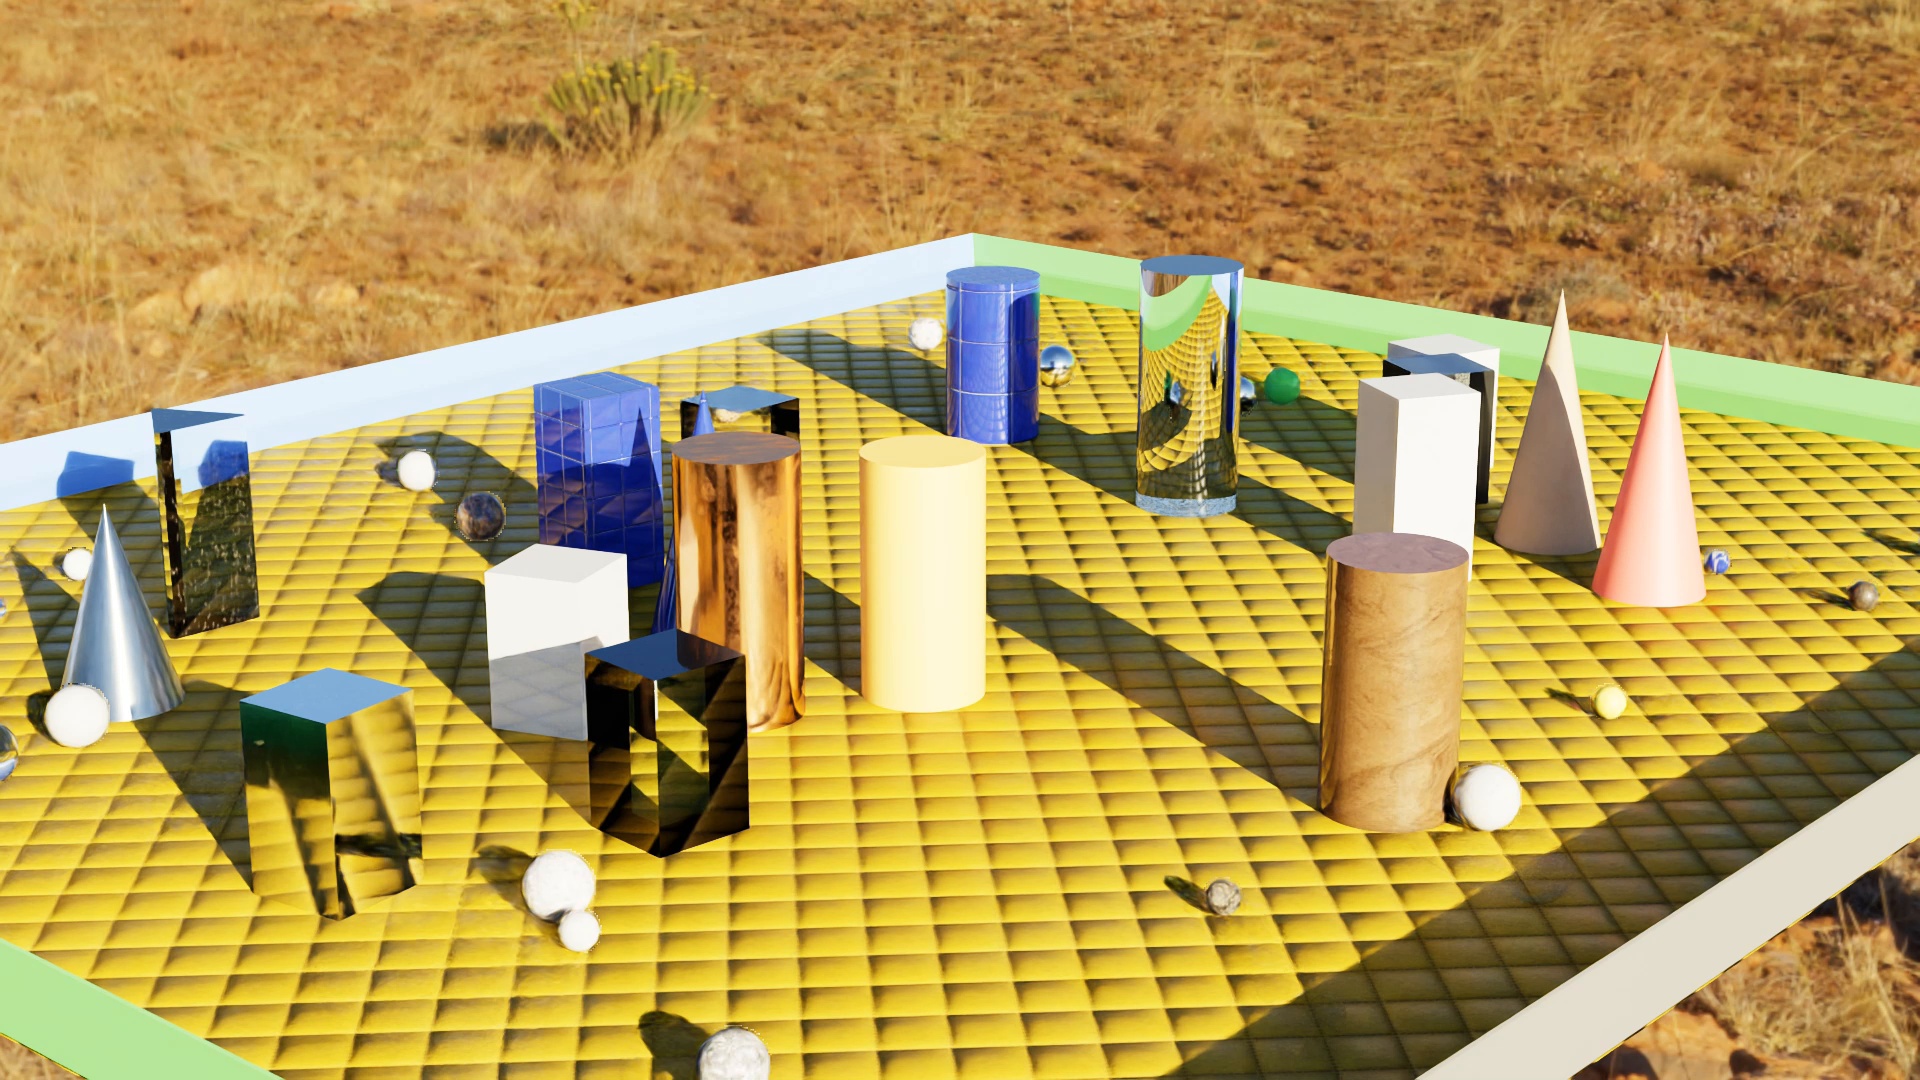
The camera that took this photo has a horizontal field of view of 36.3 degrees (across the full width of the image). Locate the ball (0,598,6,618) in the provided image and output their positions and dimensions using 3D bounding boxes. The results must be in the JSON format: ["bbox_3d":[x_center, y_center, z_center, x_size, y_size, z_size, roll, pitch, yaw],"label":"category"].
[{"bbox_3d":[-1.646,0.117,4.987,0.045,0.045,0.045,0,17,0],"label":"ball"}]

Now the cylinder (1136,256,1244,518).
[{"bbox_3d":[0.439,-0.296,5.621,0.197,0.469,0.197,0,17,0],"label":"cylinder"}]

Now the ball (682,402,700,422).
[{"bbox_3d":[-0.574,-0.274,6.285,0.043,0.043,0.043,0,17,0],"label":"ball"}]

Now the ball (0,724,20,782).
[{"bbox_3d":[-1.417,0.309,4.254,0.099,0.099,0.099,0,17,0],"label":"ball"}]

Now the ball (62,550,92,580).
[{"bbox_3d":[-1.564,0.045,5.207,0.056,0.056,0.056,0,17,0],"label":"ball"}]

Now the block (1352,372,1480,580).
[{"bbox_3d":[0.808,-0.106,5.209,0.158,0.344,0.158,-6,18,-18],"label":"block"}]

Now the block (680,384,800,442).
[{"bbox_3d":[-0.412,-0.148,5.522,0.158,0.243,0.158,14,22,38],"label":"block"}]

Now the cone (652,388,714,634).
[{"bbox_3d":[-0.422,-0.048,4.880,0.197,0.423,0.197,0,17,0],"label":"cone"}]

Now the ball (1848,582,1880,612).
[{"bbox_3d":[1.554,0.097,5.041,0.052,0.052,0.052,0,17,0],"label":"ball"}]

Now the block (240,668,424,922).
[{"bbox_3d":[-0.828,0.333,3.873,0.158,0.273,0.158,11,20,32],"label":"block"}]

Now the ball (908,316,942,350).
[{"bbox_3d":[-0.082,-0.488,6.931,0.080,0.080,0.080,0,17,0],"label":"ball"}]

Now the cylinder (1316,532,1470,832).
[{"bbox_3d":[0.609,0.199,4.134,0.197,0.379,0.197,0,17,0],"label":"cylinder"}]

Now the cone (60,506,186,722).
[{"bbox_3d":[-1.320,0.098,4.567,0.197,0.323,0.197,0,17,0],"label":"cone"}]

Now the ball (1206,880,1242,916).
[{"bbox_3d":[0.343,0.466,3.823,0.047,0.047,0.047,0,17,0],"label":"ball"}]

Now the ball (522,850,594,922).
[{"bbox_3d":[-0.521,0.449,3.801,0.093,0.093,0.093,0,17,0],"label":"ball"}]

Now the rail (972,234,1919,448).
[{"bbox_3d":[1.326,-0.408,6.582,3.466,0.128,0.045,14,22,39],"label":"rail"}]

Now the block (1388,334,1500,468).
[{"bbox_3d":[0.972,-0.274,5.933,0.158,0.247,0.158,-9,19,-28],"label":"block"}]

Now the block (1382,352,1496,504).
[{"bbox_3d":[0.924,-0.212,5.696,0.158,0.265,0.158,-6,18,-19],"label":"block"}]

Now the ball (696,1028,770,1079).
[{"bbox_3d":[-0.257,0.596,3.326,0.085,0.085,0.085,0,17,0],"label":"ball"}]

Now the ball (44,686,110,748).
[{"bbox_3d":[-1.328,0.266,4.408,0.094,0.094,0.094,0,17,0],"label":"ball"}]

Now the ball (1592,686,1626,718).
[{"bbox_3d":[1.003,0.251,4.531,0.051,0.051,0.051,0,17,0],"label":"ball"}]

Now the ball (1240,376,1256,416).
[{"bbox_3d":[0.597,-0.311,6.332,0.088,0.088,0.088,0,17,0],"label":"ball"}]

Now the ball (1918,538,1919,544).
[{"bbox_3d":[1.779,0.001,5.341,0.062,0.062,0.062,0,17,0],"label":"ball"}]

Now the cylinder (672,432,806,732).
[{"bbox_3d":[-0.339,0.063,4.507,0.197,0.425,0.197,0,17,0],"label":"cylinder"}]

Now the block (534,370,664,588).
[{"bbox_3d":[-0.636,-0.100,5.172,0.158,0.354,0.158,-14,22,-38],"label":"block"}]

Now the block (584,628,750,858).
[{"bbox_3d":[-0.406,0.280,4.077,0.158,0.257,0.158,-15,22,-41],"label":"block"}]

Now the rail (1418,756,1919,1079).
[{"bbox_3d":[1.291,0.355,4.047,0.045,0.128,4.092,14,22,39],"label":"rail"}]

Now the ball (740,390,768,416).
[{"bbox_3d":[-0.444,-0.295,6.332,0.058,0.058,0.058,0,17,0],"label":"ball"}]

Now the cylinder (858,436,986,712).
[{"bbox_3d":[-0.058,0.051,4.600,0.197,0.394,0.197,0,17,0],"label":"cylinder"}]

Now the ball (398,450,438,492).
[{"bbox_3d":[-1.066,-0.136,5.765,0.079,0.079,0.079,0,17,0],"label":"ball"}]

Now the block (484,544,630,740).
[{"bbox_3d":[-0.615,0.155,4.503,0.158,0.250,0.158,6,18,20],"label":"block"}]

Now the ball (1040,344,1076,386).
[{"bbox_3d":[0.214,-0.391,6.588,0.094,0.094,0.094,0,17,0],"label":"ball"}]

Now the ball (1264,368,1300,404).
[{"bbox_3d":[0.706,-0.337,6.432,0.081,0.081,0.081,0,17,0],"label":"ball"}]

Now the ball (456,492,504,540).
[{"bbox_3d":[-0.890,-0.044,5.446,0.088,0.088,0.088,0,17,0],"label":"ball"}]

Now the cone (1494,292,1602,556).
[{"bbox_3d":[1.093,-0.228,5.386,0.197,0.476,0.197,0,17,0],"label":"cone"}]

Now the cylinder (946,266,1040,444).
[{"bbox_3d":[0.069,-0.389,6.154,0.197,0.340,0.197,0,17,0],"label":"cylinder"}]

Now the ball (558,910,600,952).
[{"bbox_3d":[-0.483,0.496,3.716,0.052,0.052,0.052,0,17,0],"label":"ball"}]

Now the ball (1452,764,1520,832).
[{"bbox_3d":[0.736,0.360,4.096,0.094,0.094,0.094,0,17,0],"label":"ball"}]

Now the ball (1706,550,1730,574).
[{"bbox_3d":[1.356,0.040,5.247,0.042,0.042,0.042,0,17,0],"label":"ball"}]

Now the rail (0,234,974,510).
[{"bbox_3d":[-1.291,-0.291,6.193,0.045,0.128,4.092,14,22,39],"label":"rail"}]

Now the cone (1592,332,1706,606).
[{"bbox_3d":[1.212,-0.136,5.096,0.197,0.465,0.197,0,17,0],"label":"cone"}]

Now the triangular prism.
[{"bbox_3d":[-1.310,-0.037,4.958,0.148,0.356,0.171,16,23,42],"label":"triangular prism"}]

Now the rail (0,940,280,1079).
[{"bbox_3d":[-1.326,0.473,3.658,3.466,0.128,0.045,14,22,39],"label":"rail"}]
